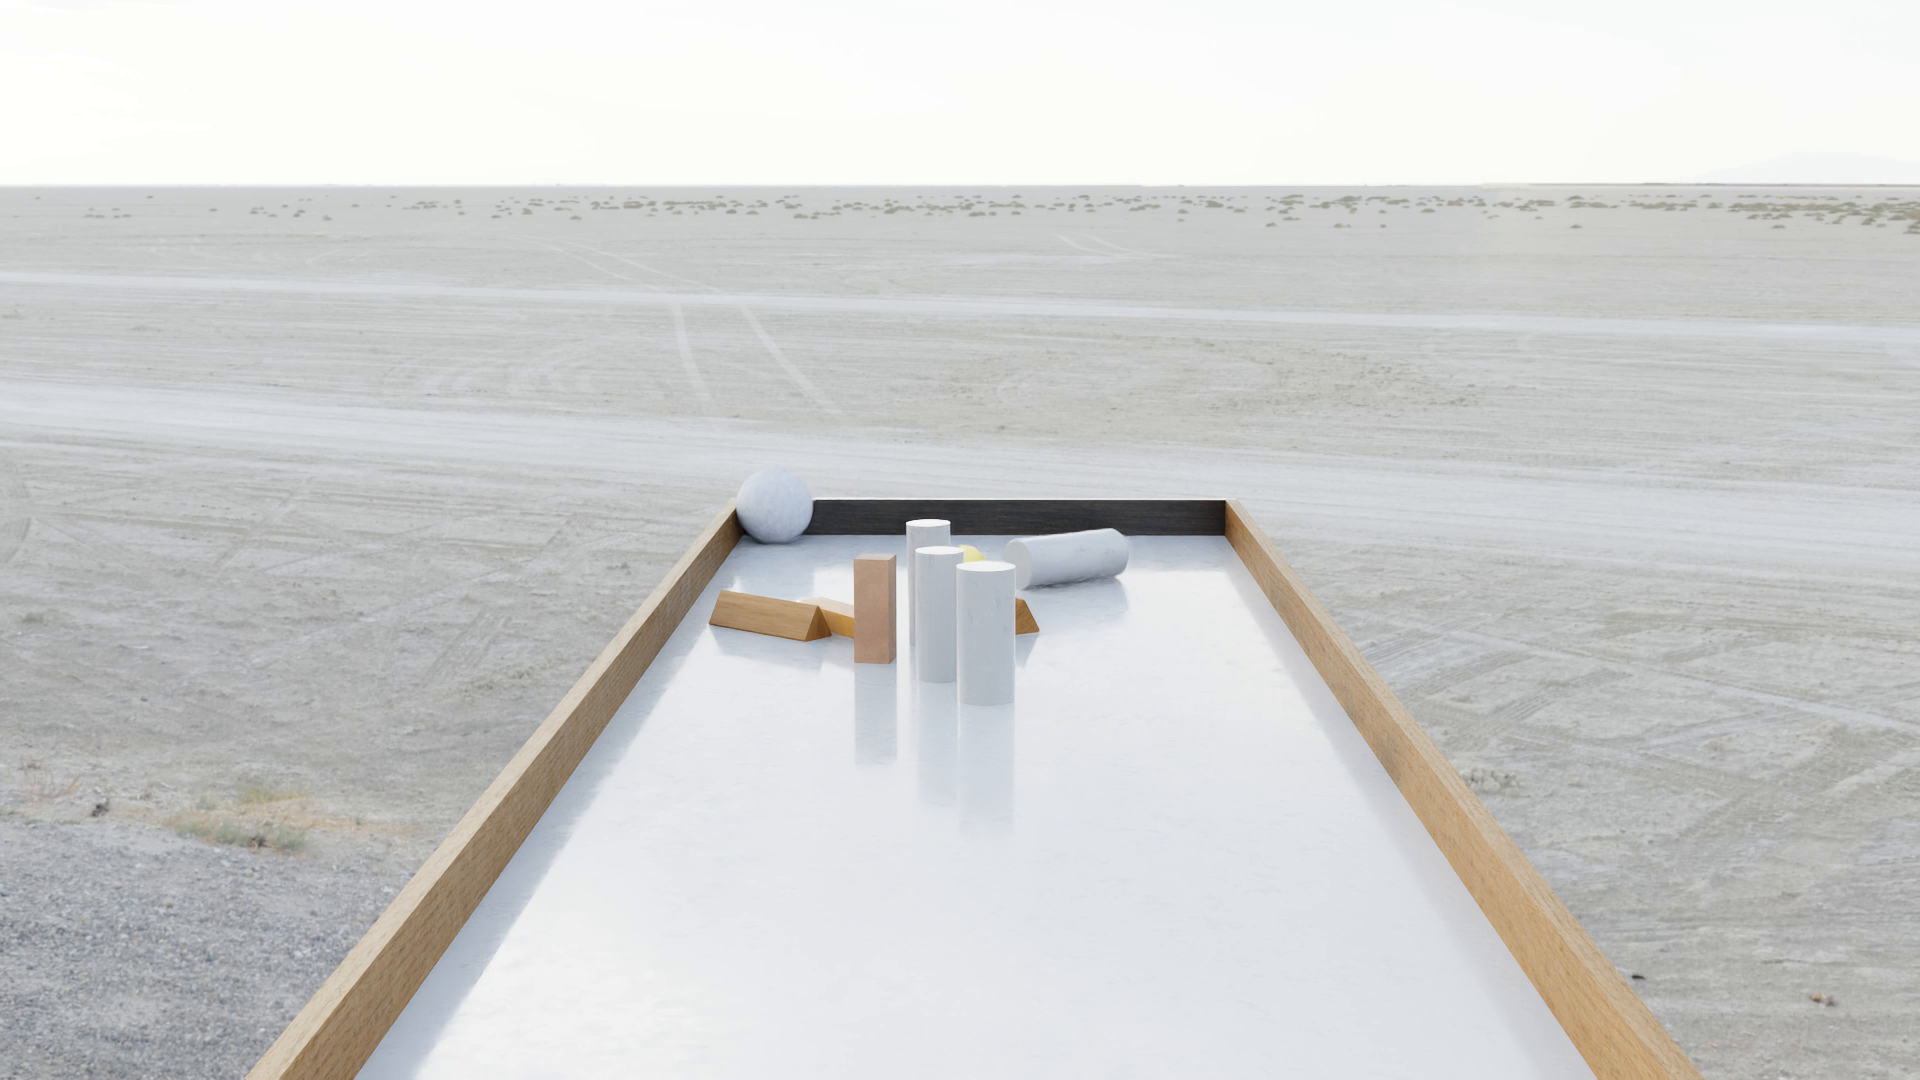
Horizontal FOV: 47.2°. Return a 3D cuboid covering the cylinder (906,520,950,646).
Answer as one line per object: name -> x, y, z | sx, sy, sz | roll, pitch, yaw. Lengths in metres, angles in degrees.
cylinder -> -0.096, 0.136, 6.920 | 0.138, 0.384, 0.138 | -1, 9, 0

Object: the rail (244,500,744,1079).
rail -> -1.004, 0.839, 3.234 | 0.050, 0.150, 12.000 | 0, 9, 1

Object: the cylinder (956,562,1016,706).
cylinder -> 0.073, 0.260, 6.156 | 0.165, 0.379, 0.165 | 0, 9, 0

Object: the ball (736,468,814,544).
ball -> -0.749, -0.138, 8.884 | 0.312, 0.312, 0.312 | 0, 9, 0

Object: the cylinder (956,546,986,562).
cylinder -> -0.007, 0.129, 7.675 | 0.163, 0.163, 0.383 | 1, 9, 7

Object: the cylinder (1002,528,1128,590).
cylinder -> 0.385, 0.069, 8.011 | 0.450, 0.178, 0.178 | -7, 11, -37

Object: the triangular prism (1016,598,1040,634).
triangular prism -> 0.121, 0.225, 7.224 | 0.126, 0.109, 0.322 | -5, 10, -31

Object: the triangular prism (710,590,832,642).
triangular prism -> -0.620, 0.239, 7.145 | 0.440, 0.107, 0.123 | 7, 12, 39

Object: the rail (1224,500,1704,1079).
rail -> 1.046, 0.843, 3.208 | 0.050, 0.150, 12.000 | 0, 9, 1

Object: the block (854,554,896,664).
block -> -0.257, 0.208, 6.680 | 0.108, 0.319, 0.108 | 2, 9, 11

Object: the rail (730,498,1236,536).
rail -> 0.099, -0.098, 9.147 | 2.100, 0.150, 0.050 | 0, 9, 1

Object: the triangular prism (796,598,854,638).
triangular prism -> -0.396, 0.240, 7.074 | 0.089, 0.102, 0.369 | 31, -11, -35

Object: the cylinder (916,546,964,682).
cylinder -> -0.059, 0.217, 6.428 | 0.142, 0.379, 0.142 | 0, 9, 0
